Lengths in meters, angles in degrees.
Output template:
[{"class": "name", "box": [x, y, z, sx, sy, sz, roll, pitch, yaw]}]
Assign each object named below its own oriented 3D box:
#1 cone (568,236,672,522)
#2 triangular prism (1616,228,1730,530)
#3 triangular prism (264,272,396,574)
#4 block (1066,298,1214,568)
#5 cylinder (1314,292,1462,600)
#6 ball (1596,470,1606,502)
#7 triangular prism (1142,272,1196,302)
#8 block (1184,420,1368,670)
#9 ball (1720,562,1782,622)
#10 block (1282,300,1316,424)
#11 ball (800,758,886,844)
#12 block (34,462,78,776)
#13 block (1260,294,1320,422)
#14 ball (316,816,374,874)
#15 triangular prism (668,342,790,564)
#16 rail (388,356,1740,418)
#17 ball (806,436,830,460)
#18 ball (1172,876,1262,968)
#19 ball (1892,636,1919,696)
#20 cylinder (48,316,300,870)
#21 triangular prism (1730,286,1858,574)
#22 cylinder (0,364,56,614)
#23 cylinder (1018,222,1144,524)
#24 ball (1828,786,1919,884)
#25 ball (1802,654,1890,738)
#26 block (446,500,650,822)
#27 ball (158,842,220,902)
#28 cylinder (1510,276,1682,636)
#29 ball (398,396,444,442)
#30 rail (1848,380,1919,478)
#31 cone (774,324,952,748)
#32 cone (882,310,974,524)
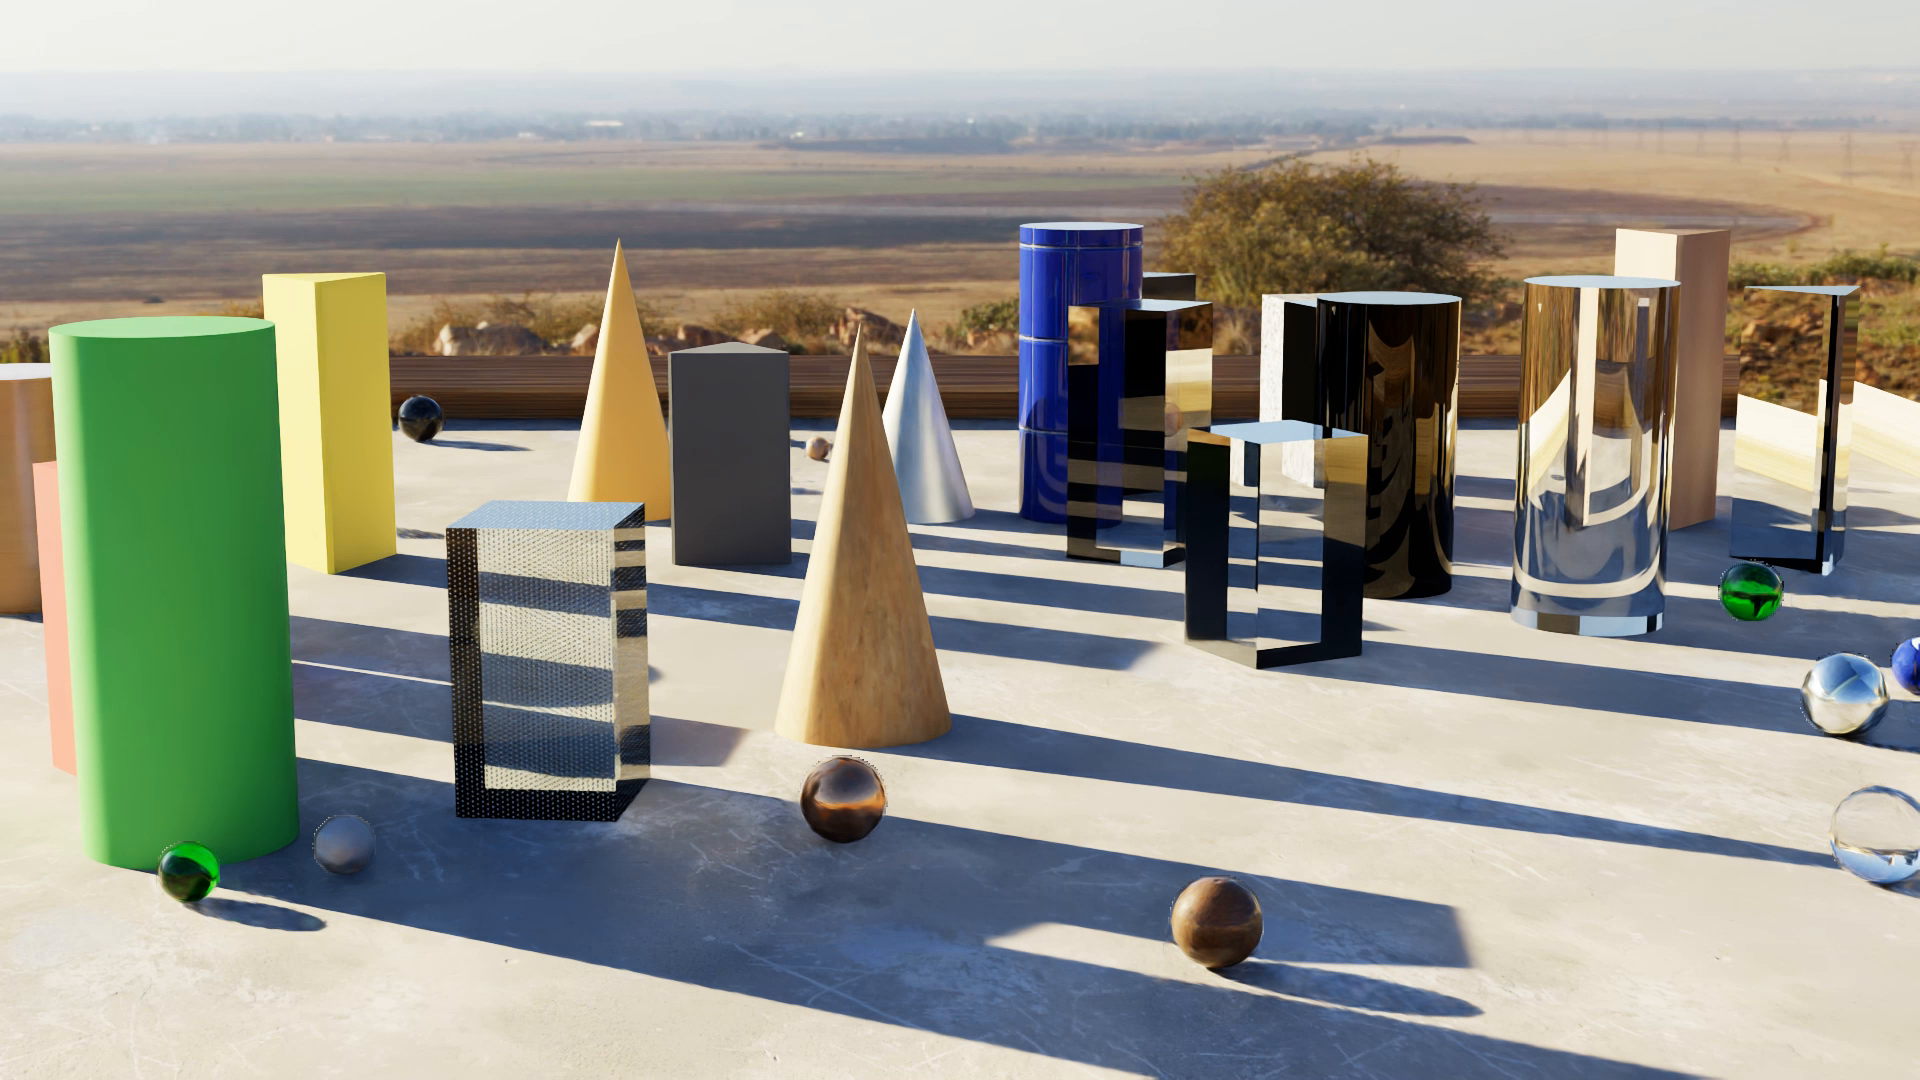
[{"class": "cone", "box": [-0.553, -0.269, 4.201, 0.200, 0.454, 0.200, 0, 10, 0]}, {"class": "triangular prism", "box": [1.118, -0.264, 4.134, 0.150, 0.467, 0.173, 9, 14, 41]}, {"class": "triangular prism", "box": [-0.911, -0.179, 3.797, 0.150, 0.423, 0.173, -9, 14, -39]}, {"class": "block", "box": [0.269, -0.164, 3.839, 0.160, 0.378, 0.160, 6, 12, 30]}, {"class": "cylinder", "box": [0.597, -0.137, 3.609, 0.200, 0.408, 0.200, 0, 10, 0]}, {"class": "ball", "box": [1.090, -0.089, 4.251, 0.068, 0.068, 0.068, 0, 10, 0]}, {"class": "triangular prism", "box": [0.297, -0.283, 4.505, 0.173, 0.370, 0.150, -7, 12, -32]}, {"class": "block", "box": [0.394, 0.002, 3.215, 0.160, 0.278, 0.160, -6, 12, -28]}, {"class": "ball", "box": [1.050, 0.069, 3.403, 0.079, 0.079, 0.079, 0, 10, 0]}, {"class": "block", "box": [0.632, -0.212, 4.186, 0.160, 0.347, 0.160, -4, 11, -19]}, {"class": "ball", "box": [-0.111, 0.247, 2.434, 0.081, 0.081, 0.081, 0, 10, 0]}, {"class": "block", "box": [-0.843, 0.080, 2.671, 0.160, 0.322, 0.160, -10, 14, -43]}, {"class": "block", "box": [0.642, -0.276, 4.610, 0.160, 0.318, 0.160, -2, 11, -12]}, {"class": "ball", "box": [-0.561, 0.279, 2.340, 0.053, 0.053, 0.053, 0, 10, 0]}, {"class": "triangular prism", "box": [-0.340, -0.132, 3.840, 0.173, 0.314, 0.150, 0, 10, -2]}, {"class": "rail", "box": [-0.011, -0.317, 5.344, 3.449, 0.130, 0.045, 0, 10, 0]}, {"class": "ball", "box": [-0.266, -0.172, 4.796, 0.045, 0.045, 0.045, 0, 10, 0]}, {"class": "ball", "box": [0.210, 0.312, 2.096, 0.075, 0.075, 0.075, 0, 10, 0]}, {"class": "ball", "box": [1.127, 0.147, 3.004, 0.069, 0.069, 0.069, 0, 10, 0]}, {"class": "cylinder", "box": [-0.734, 0.044, 2.407, 0.200, 0.490, 0.200, 0, 10, 0]}, {"class": "triangular prism", "box": [1.267, -0.169, 3.794, 0.150, 0.405, 0.173, -7, 13, -34]}, {"class": "cylinder", "box": [-1.291, -0.073, 3.518, 0.200, 0.317, 0.200, 0, 10, 0]}, {"class": "cylinder", "box": [0.196, -0.274, 4.174, 0.200, 0.472, 0.200, 0, 10, 0]}, {"class": "ball", "box": [0.830, 0.266, 2.313, 0.088, 0.088, 0.088, 0, 10, 0]}, {"class": "ball", "box": [0.972, 0.171, 2.816, 0.092, 0.092, 0.092, 0, 10, 0]}, {"class": "block", "box": [-0.407, 0.117, 2.563, 0.160, 0.289, 0.160, 1, 11, 5]}, {"class": "ball", "box": [-0.680, 0.293, 2.262, 0.052, 0.052, 0.052, 0, 10, 0]}, {"class": "cylinder", "box": [0.834, -0.115, 3.375, 0.200, 0.450, 0.200, 0, 10, 0]}, {"class": "ball", "box": [-1.058, -0.238, 5.033, 0.089, 0.089, 0.089, 0, 10, 0]}, {"class": "rail", "box": [1.701, 0.032, 3.458, 0.045, 0.130, 3.903, 0, 10, 0]}, {"class": "cone", "box": [-0.108, -0.016, 2.830, 0.200, 0.453, 0.200, 0, 10, 0]}, {"class": "cone", "box": [-0.075, -0.211, 4.200, 0.200, 0.340, 0.200, 0, 10, 0]}]
